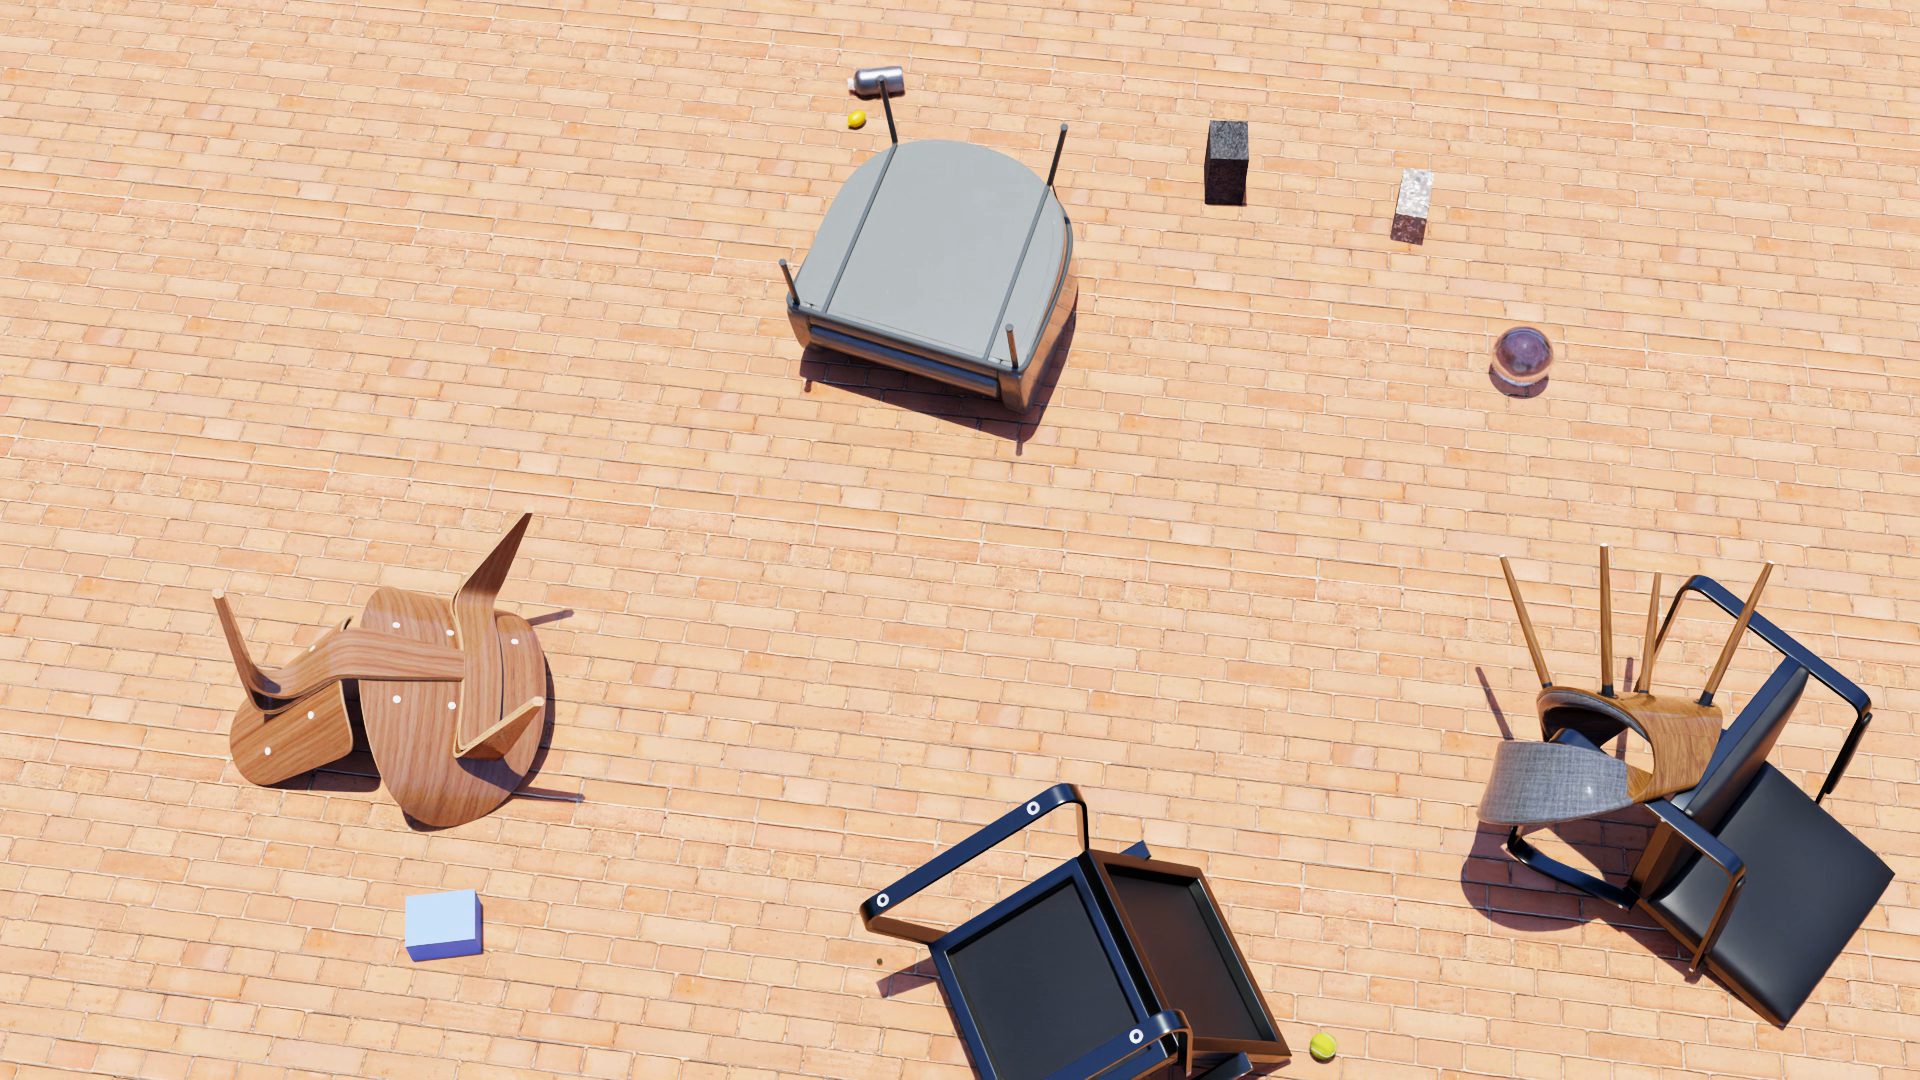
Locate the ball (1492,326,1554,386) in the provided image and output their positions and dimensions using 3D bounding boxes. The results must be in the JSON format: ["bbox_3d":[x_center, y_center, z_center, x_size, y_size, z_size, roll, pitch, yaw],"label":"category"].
[{"bbox_3d":[1.751,-0.574,6.846,0.188,0.188,0.188,0,56,0],"label":"ball"}]

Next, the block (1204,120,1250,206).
[{"bbox_3d":[0.881,-1.249,7.281,0.125,0.217,0.172,2,56,1],"label":"block"}]

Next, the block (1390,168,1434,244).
[{"bbox_3d":[1.487,-1.099,7.235,0.099,0.127,0.209,12,57,8],"label":"block"}]

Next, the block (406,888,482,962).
[{"bbox_3d":[-1.369,1.021,5.831,0.181,0.096,0.143,-6,56,-4],"label":"block"}]
